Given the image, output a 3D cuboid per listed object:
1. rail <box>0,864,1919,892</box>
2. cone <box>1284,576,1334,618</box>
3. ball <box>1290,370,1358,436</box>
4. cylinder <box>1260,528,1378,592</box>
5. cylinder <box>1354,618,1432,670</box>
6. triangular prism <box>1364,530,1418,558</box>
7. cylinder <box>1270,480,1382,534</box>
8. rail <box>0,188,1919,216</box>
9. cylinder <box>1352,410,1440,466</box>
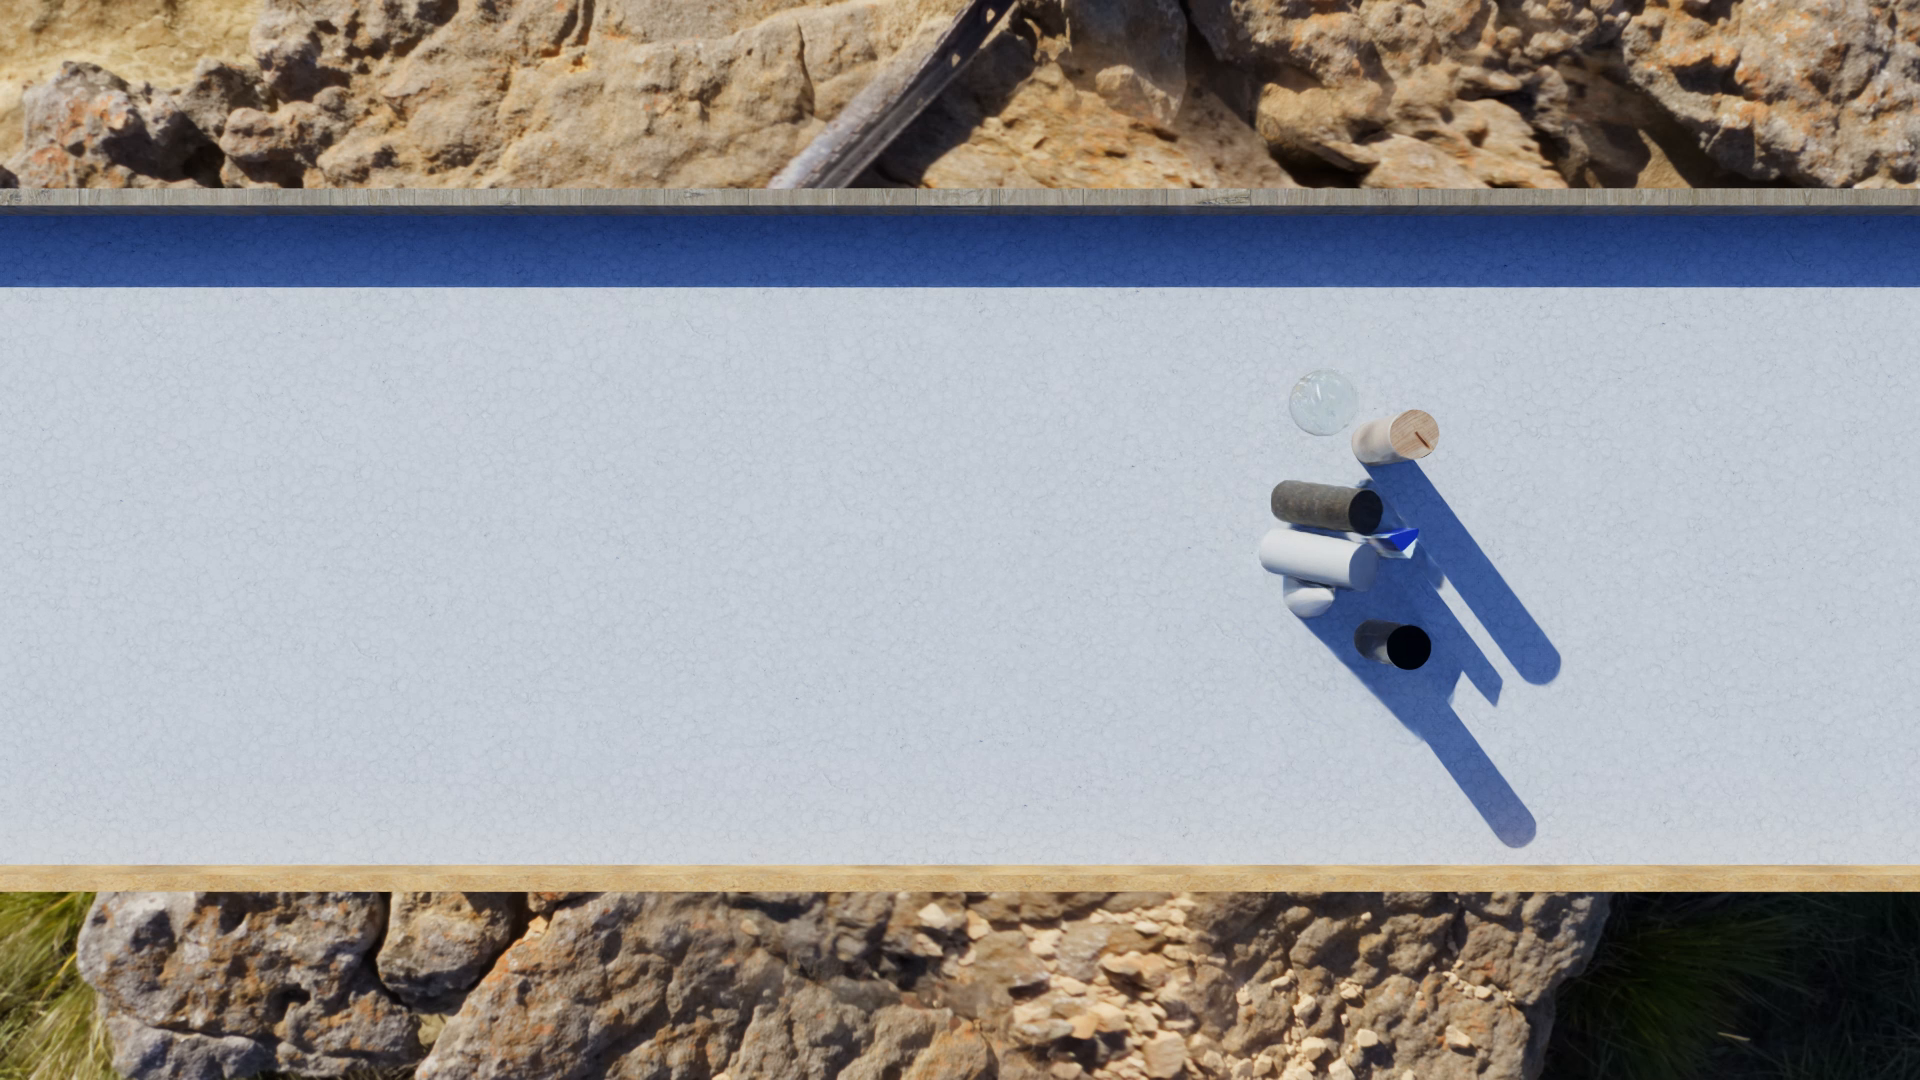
[{"bbox_3d":[-2.247,1.025,5.001,12.000,0.150,0.050,0,90,0],"label":"rail"},{"bbox_3d":[1.076,0.165,4.916,0.159,0.315,0.159,0,92,-1],"label":"cone"},{"bbox_3d":[1.060,-0.399,4.818,0.195,0.195,0.195,0,90,0],"label":"ball"},{"bbox_3d":[1.064,0.056,4.903,0.139,0.336,0.139,-8,104,-38],"label":"cylinder"},{"bbox_3d":[1.276,0.306,4.882,0.128,0.388,0.128,0,90,0],"label":"cylinder"},{"bbox_3d":[1.298,-0.005,4.922,0.077,0.310,0.089,-44,90,0],"label":"triangular prism"},{"bbox_3d":[1.083,-0.100,4.896,0.130,0.343,0.130,-4,99,-29],"label":"cylinder"},{"bbox_3d":[-2.247,-1.025,5.002,12.000,0.150,0.050,0,90,0],"label":"rail"},{"bbox_3d":[1.274,-0.296,4.850,0.139,0.452,0.139,0,90,0],"label":"cylinder"}]
